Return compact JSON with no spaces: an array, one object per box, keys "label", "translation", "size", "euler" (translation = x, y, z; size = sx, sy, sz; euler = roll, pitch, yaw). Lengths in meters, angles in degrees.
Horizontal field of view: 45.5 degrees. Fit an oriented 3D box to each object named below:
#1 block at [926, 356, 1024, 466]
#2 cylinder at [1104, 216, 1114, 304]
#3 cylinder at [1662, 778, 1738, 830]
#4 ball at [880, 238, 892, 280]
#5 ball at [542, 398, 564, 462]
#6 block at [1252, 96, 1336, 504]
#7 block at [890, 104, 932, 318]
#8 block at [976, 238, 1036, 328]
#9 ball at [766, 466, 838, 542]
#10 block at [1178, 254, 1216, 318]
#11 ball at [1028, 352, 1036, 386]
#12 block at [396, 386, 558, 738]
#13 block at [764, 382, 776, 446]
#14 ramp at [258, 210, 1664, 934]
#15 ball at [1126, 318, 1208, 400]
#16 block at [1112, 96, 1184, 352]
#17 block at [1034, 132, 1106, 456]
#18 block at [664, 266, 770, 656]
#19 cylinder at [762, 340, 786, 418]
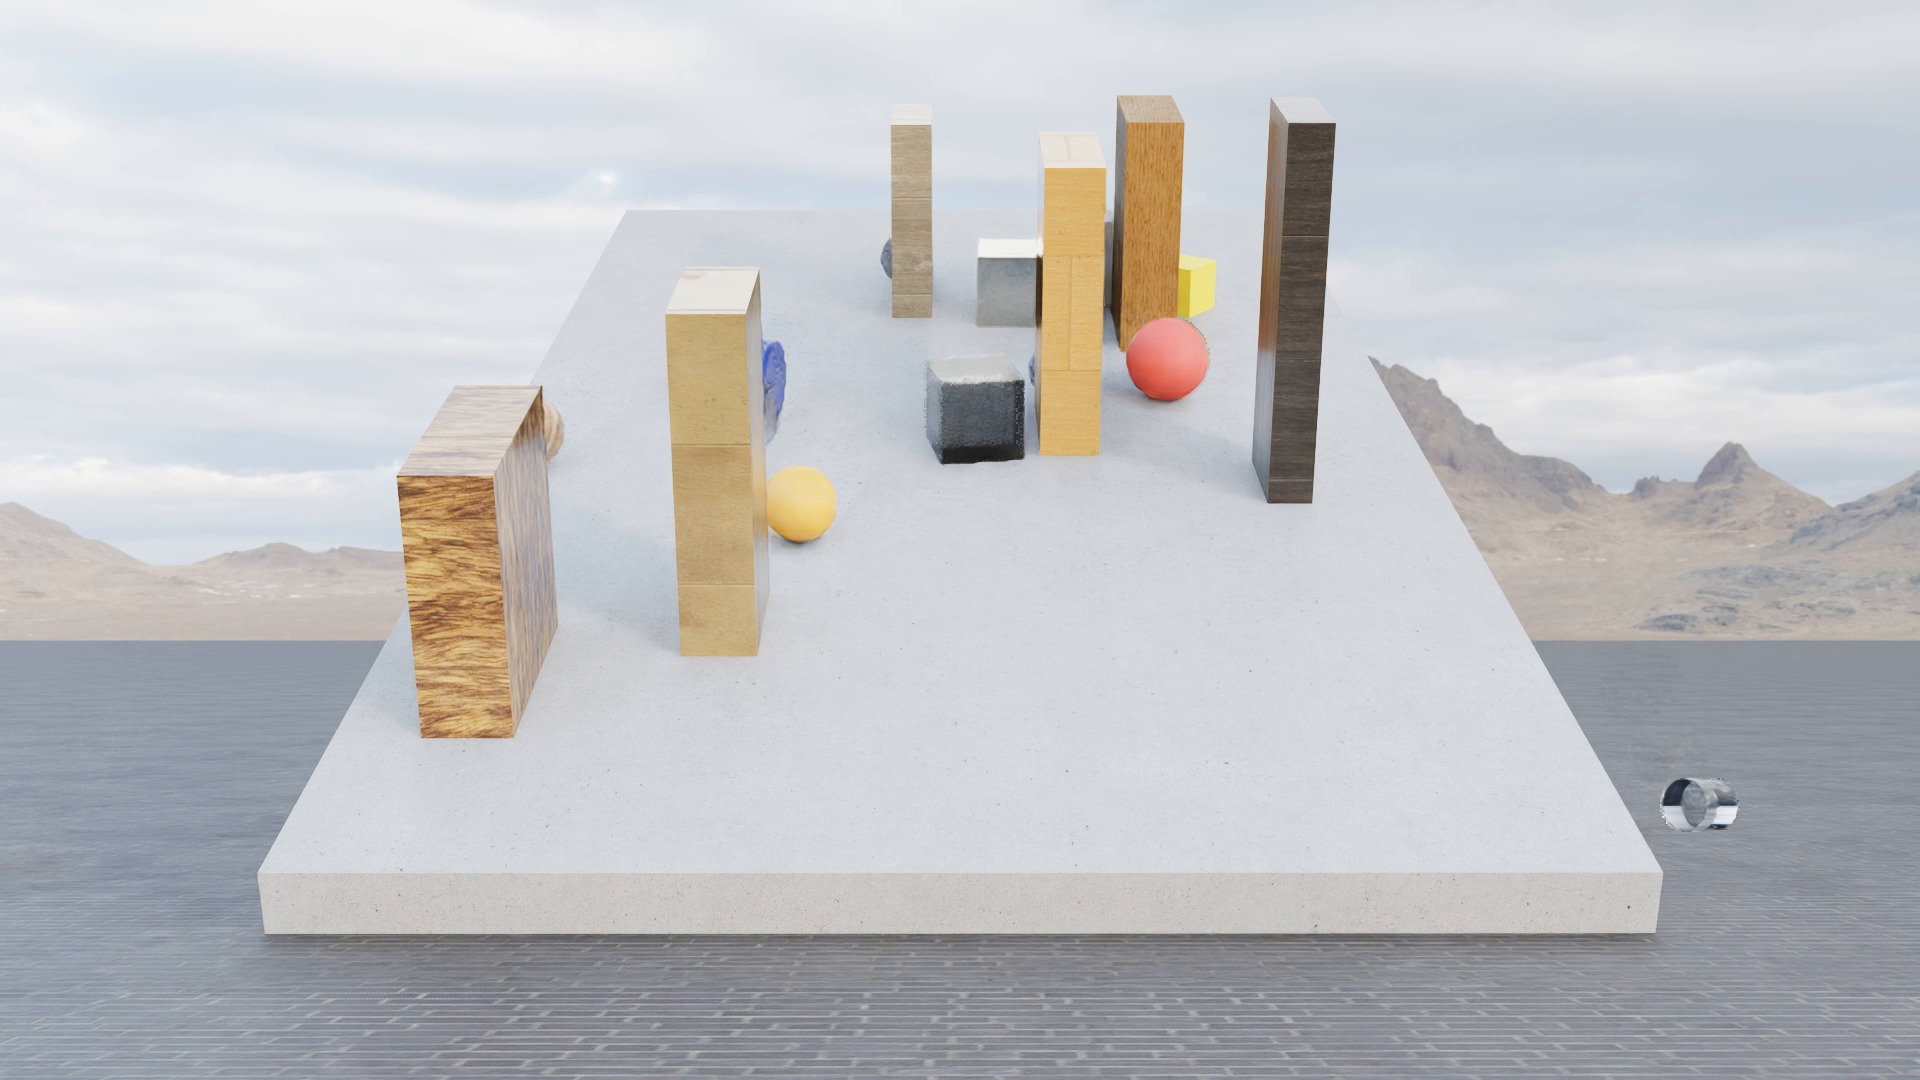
[{"label":"block","translation":[0.032,-0.279,4.912],"size":[0.178,0.178,0.178],"euler":[-4,22,-10]},{"label":"cylinder","translation":[0.343,-0.737,5.974],"size":[0.207,0.207,0.207],"euler":[8,13,-2]},{"label":"cylinder","translation":[1.617,0.578,5.006],"size":[0.112,0.112,0.112],"euler":[5,-5,-37]},{"label":"ball","translation":[-0.144,-0.758,6.169],"size":[0.139,0.139,0.139],"euler":[0,-2,0]},{"label":"ball","translation":[-0.909,-0.227,4.801],"size":[0.160,0.160,0.160],"euler":[0,-2,0]},{"label":"block","translation":[0.668,-0.481,4.617],"size":[0.091,0.774,0.261],"euler":[0,22,0]},{"label":"block","translation":[-0.123,-0.850,5.914],"size":[0.102,0.498,0.267],"euler":[0,22,0]},{"label":"block","translation":[0.138,-0.656,5.852],"size":[0.183,0.183,0.183],"euler":[1,22,2]},{"label":"ball","translation":[-0.310,-0.071,4.428],"size":[0.147,0.147,0.147],"euler":[0,-2,0]},{"label":"block","translation":[0.576,-0.661,5.946],"size":[0.125,0.125,0.125],"euler":[15,26,33]},{"label":"ball","translation":[0.216,-0.390,5.272],"size":[0.119,0.119,0.119],"euler":[0,-2,0]},{"label":"block","translation":[-0.785,0.026,3.777],"size":[0.147,0.446,0.448],"euler":[0,22,0]},{"label":"block","translation":[-0.470,-0.270,4.970],"size":[0.117,0.117,0.117],"euler":[4,22,10]},{"label":"ramp","translation":[-0.006,-0.219,5.136],"size":[2.000,0.100,4.000],"euler":[0,22,0]},{"label":"ball","translation":[0.474,-0.413,5.237],"size":[0.187,0.187,0.187],"euler":[0,-2,0]},{"label":"block","translation":[0.460,-0.786,5.667],"size":[0.136,0.563,0.342],"euler":[0,22,0]},{"label":"block","translation":[0.234,-0.536,4.956],"size":[0.126,0.623,0.361],"euler":[0,22,0]},{"label":"block","translation":[-0.415,-0.138,3.969],"size":[0.131,0.610,0.295],"euler":[0,22,0]},{"label":"cylinder","translation":[-0.497,-0.360,5.105],"size":[0.179,0.179,0.179],"euler":[4,-2,10]}]
